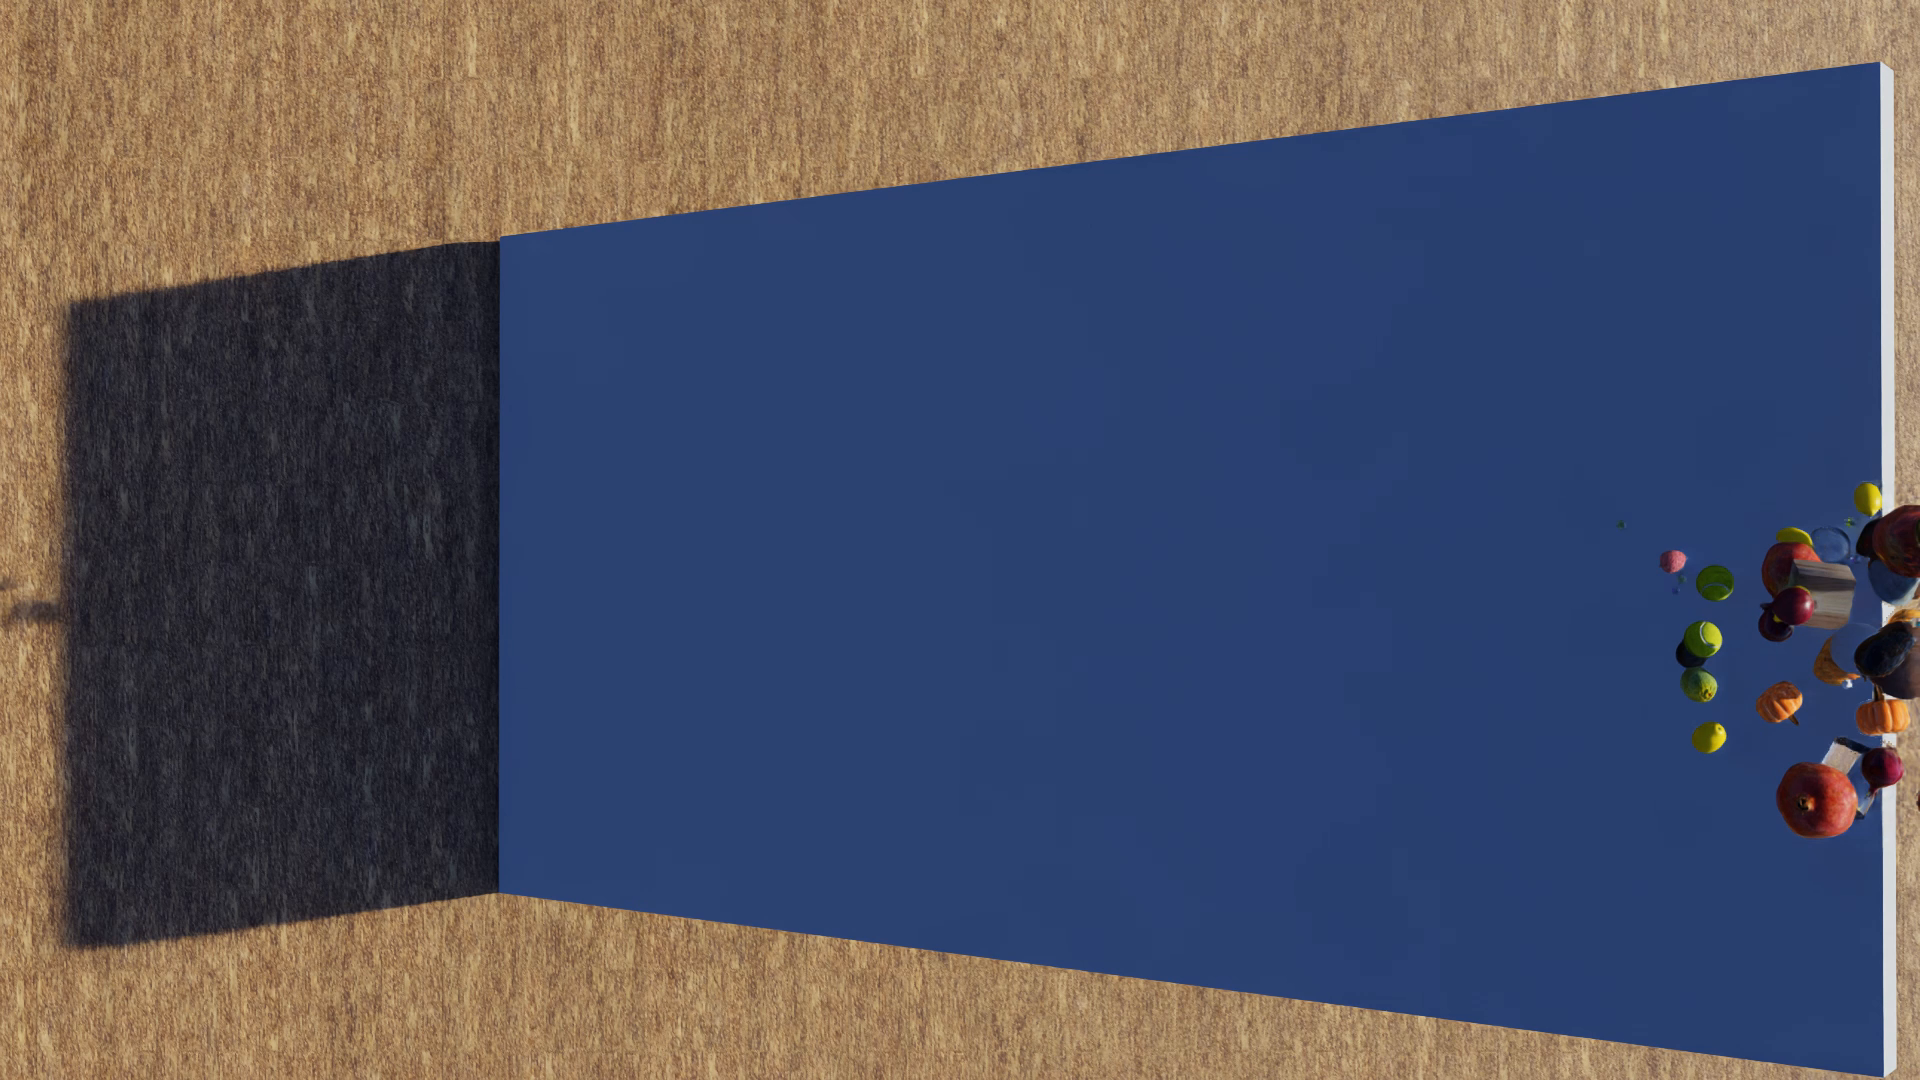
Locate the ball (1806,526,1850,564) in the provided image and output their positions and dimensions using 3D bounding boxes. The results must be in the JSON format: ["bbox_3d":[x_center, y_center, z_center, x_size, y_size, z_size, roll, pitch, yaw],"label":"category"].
[{"bbox_3d":[1.718,0.013,4.350,0.081,0.081,0.081,0,90,0],"label":"ball"}]

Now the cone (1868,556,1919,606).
[{"bbox_3d":[1.537,0.051,3.558,0.087,0.087,0.087,6,67,-15],"label":"cone"}]

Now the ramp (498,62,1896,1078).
[{"bbox_3d":[0.235,0.066,5.555,4.000,0.100,2.000,0,89,36],"label":"ramp"}]

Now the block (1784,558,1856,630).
[{"bbox_3d":[1.482,0.094,3.792,0.091,0.091,0.091,8,108,11],"label":"block"}]

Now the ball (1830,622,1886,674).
[{"bbox_3d":[1.468,0.177,3.598,0.085,0.085,0.085,0,90,0],"label":"ball"}]

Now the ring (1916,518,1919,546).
[{"bbox_3d":[1.537,-0.021,3.403,0.117,0.039,0.117,-4,126,-5],"label":"ring"}]
